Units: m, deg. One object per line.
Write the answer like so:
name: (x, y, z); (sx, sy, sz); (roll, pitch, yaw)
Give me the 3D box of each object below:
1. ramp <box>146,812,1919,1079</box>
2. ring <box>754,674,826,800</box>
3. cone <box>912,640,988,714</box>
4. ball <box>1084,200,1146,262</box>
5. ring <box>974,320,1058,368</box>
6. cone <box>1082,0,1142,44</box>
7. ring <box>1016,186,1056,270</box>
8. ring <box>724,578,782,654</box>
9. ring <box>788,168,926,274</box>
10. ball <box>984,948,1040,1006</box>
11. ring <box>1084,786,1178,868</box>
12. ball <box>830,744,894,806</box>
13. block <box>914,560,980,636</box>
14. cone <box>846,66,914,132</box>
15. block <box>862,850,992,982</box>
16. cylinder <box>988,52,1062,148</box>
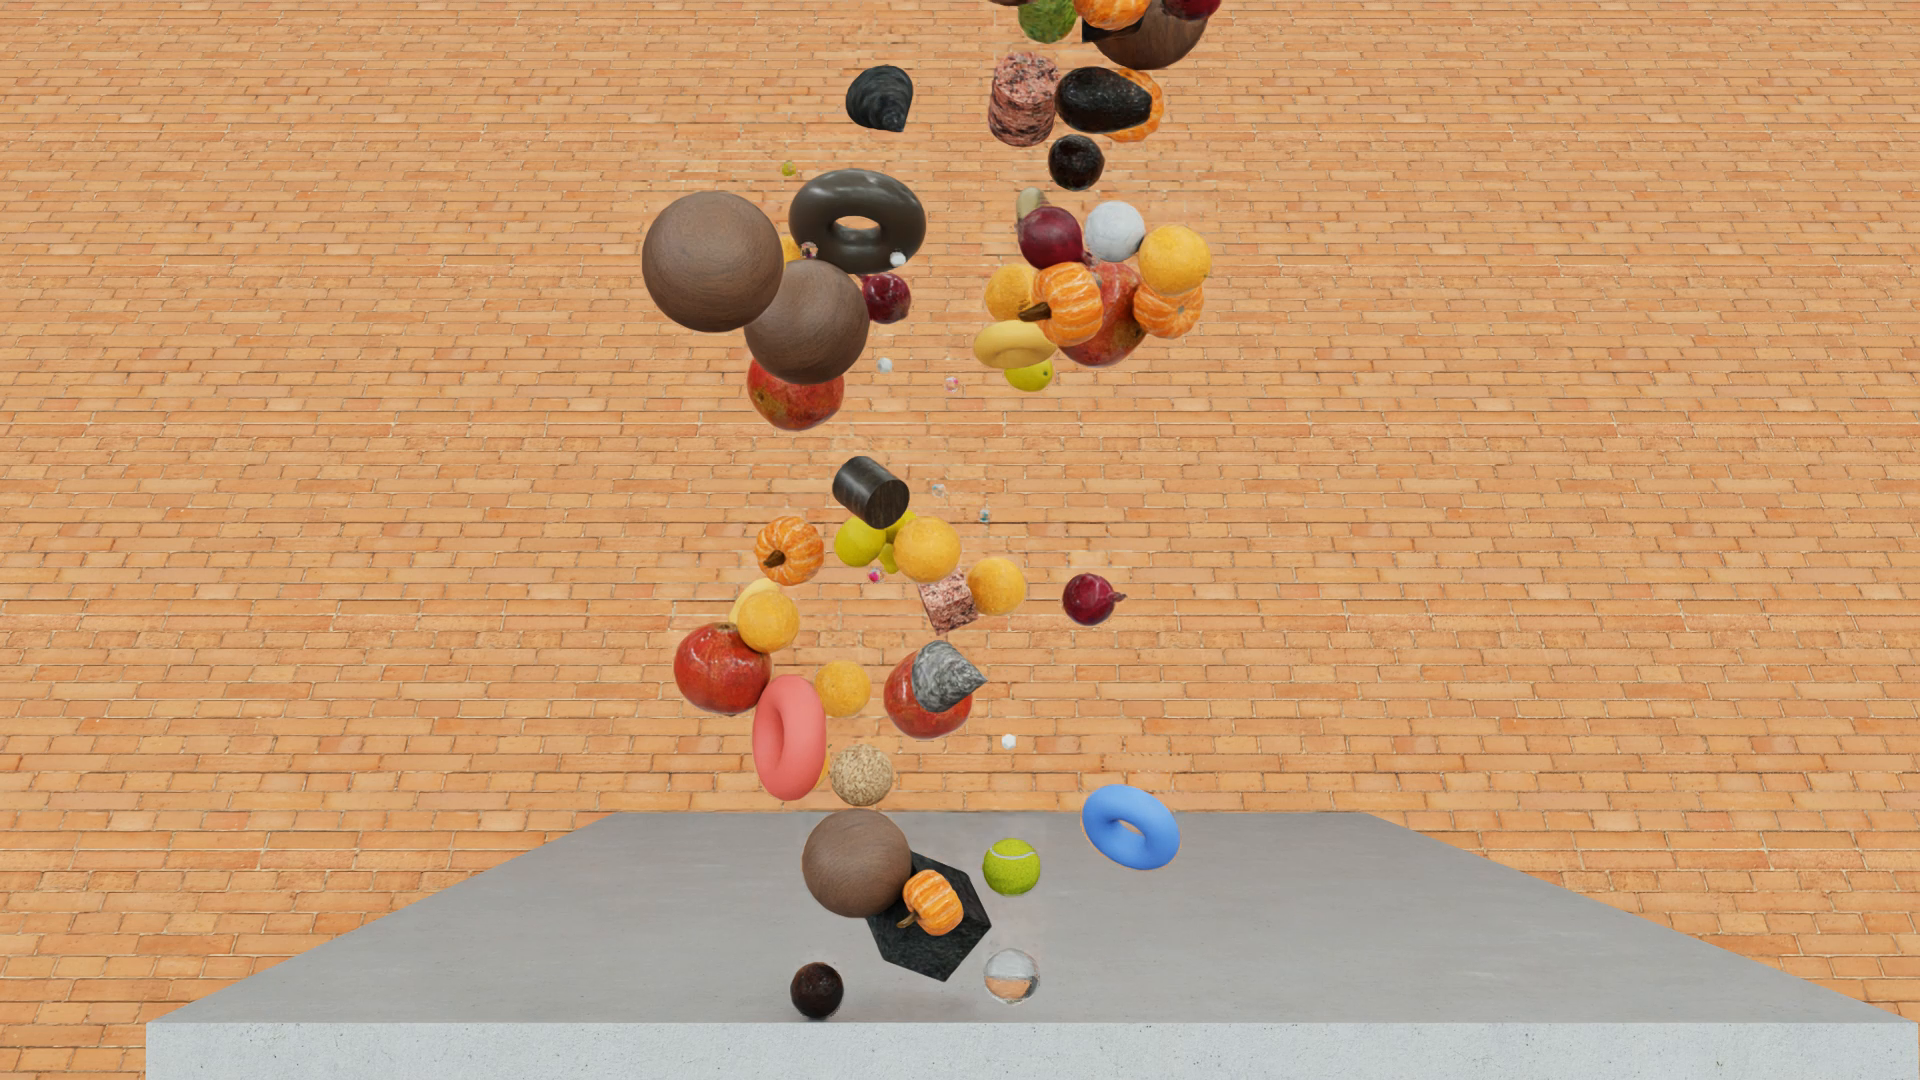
ramp: (0.082, 0.685, 4.932); (2.000, 0.100, 4.000); (0, -3, 0)
ring: (-0.192, 0.222, 2.927); (0.048, 0.143, 0.143); (2, 34, -26)
cone: (0.003, 0.148, 2.786); (0.079, 0.079, 0.079); (1, 28, 47)
ball: (0.155, -0.311, 2.620); (0.062, 0.062, 0.062); (0, 37, 0)
ring: (0.059, -0.208, 2.761); (0.092, 0.092, 0.031); (-5, 74, -6)
cone: (0.136, -0.508, 2.566); (0.067, 0.067, 0.067); (18, 49, 22)
ring: (0.082, -0.336, 2.805); (0.030, 0.090, 0.090); (-8, 36, 12)
ring: (-0.251, 0.093, 3.157); (0.034, 0.101, 0.101); (26, 43, 14)
ring: (-0.109, -0.337, 2.766); (0.148, 0.148, 0.049); (2, 57, 2)
ball: (0.060, 0.503, 2.995); (0.065, 0.065, 0.065); (0, 37, 0)
ring: (0.190, 0.320, 2.894); (0.116, 0.116, 0.039); (20, 53, 24)
ball: (-0.104, 0.249, 2.752); (0.067, 0.067, 0.067); (0, 37, 0)
block: (-0.016, 0.069, 3.080); (0.054, 0.054, 0.054); (-22, 55, -3)
cone: (-0.075, -0.462, 2.827); (0.078, 0.078, 0.078); (-12, 43, -16)
block: (-0.041, 0.453, 3.134); (0.097, 0.097, 0.097); (26, 21, -34)
cylinder: (0.067, -0.460, 2.715); (0.070, 0.070, 0.070); (3, 58, -4)
